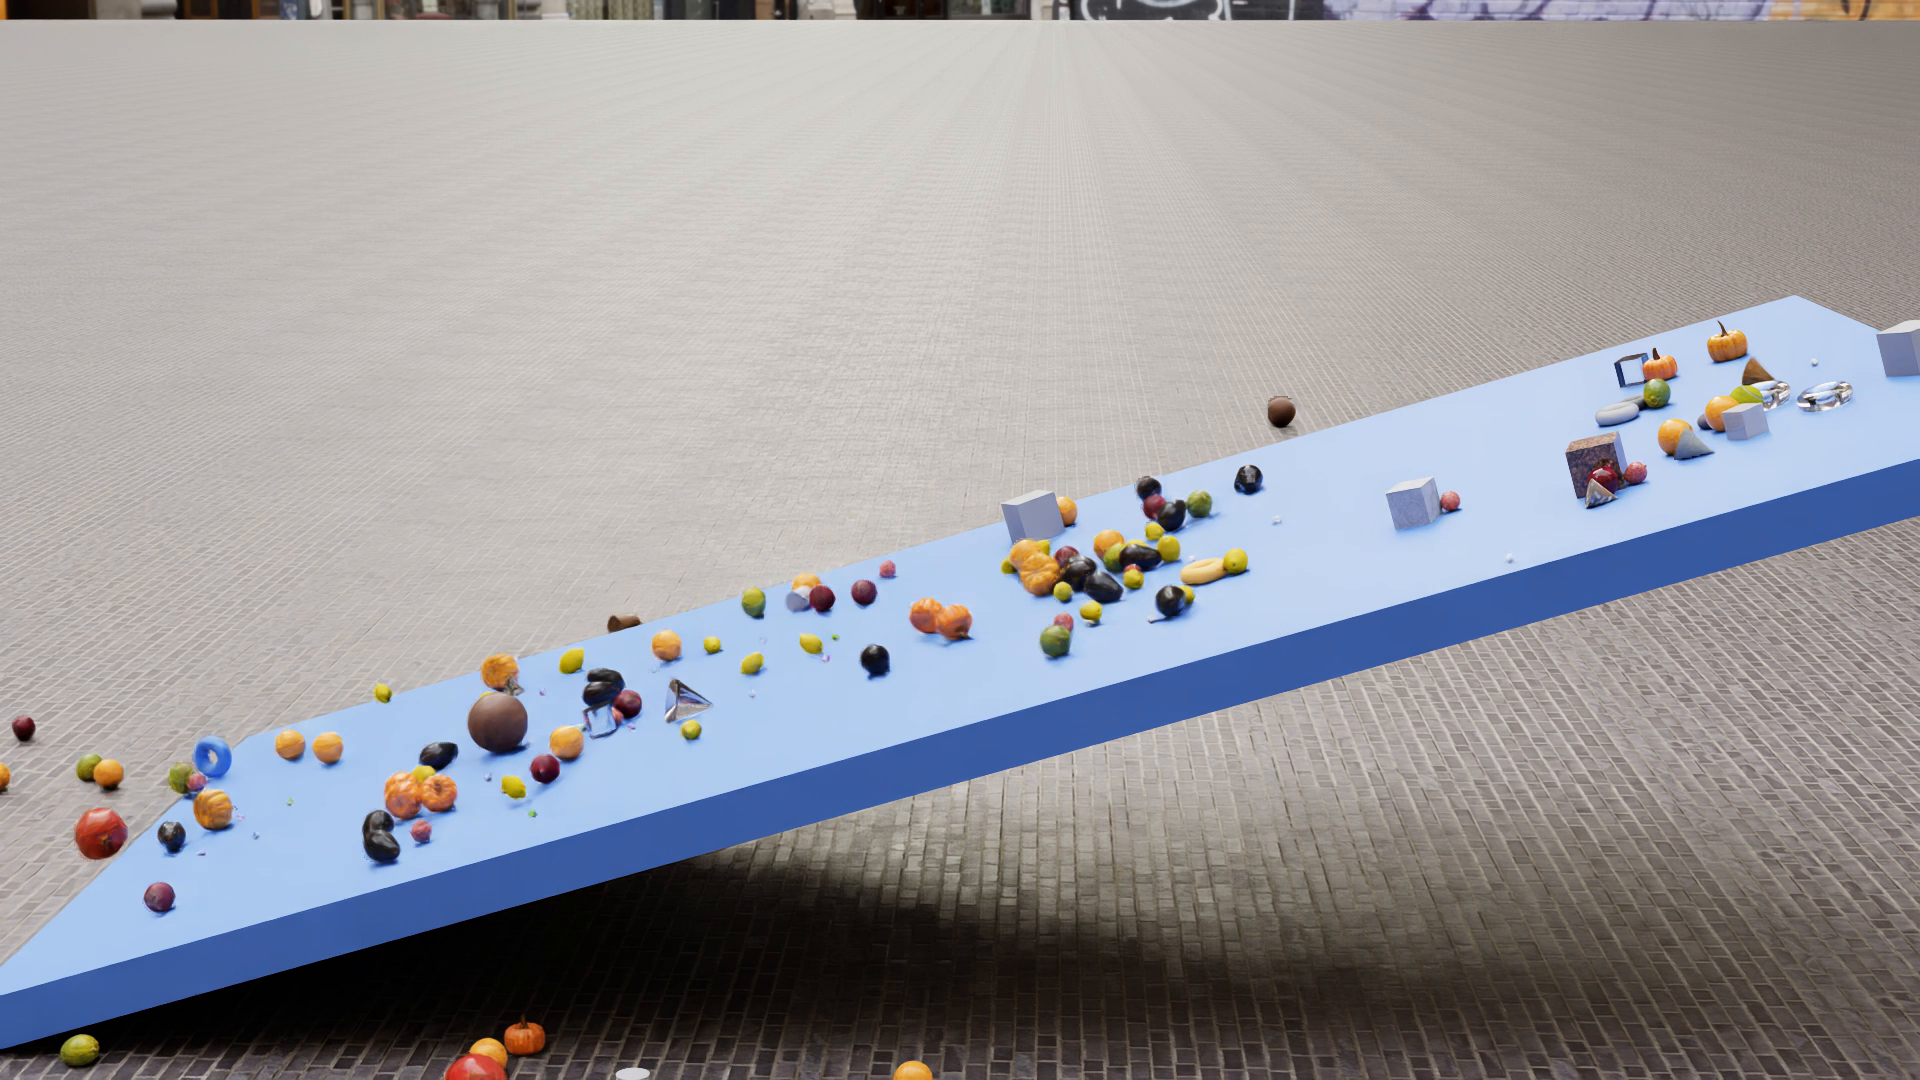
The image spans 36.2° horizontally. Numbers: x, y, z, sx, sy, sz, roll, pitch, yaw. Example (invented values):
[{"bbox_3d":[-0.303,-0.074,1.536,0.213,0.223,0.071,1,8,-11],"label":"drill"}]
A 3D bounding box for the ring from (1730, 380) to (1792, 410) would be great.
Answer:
[{"bbox_3d":[1.631,-0.292,5.990,0.123,0.041,0.123,-16,11,3],"label":"ring"}]

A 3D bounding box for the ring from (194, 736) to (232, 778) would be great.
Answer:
[{"bbox_3d":[-1.780,0.517,7.008,0.102,0.102,0.034,5,11,24],"label":"ring"}]

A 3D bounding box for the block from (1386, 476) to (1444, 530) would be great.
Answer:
[{"bbox_3d":[0.909,-0.074,5.880,0.077,0.077,0.077,-11,12,32],"label":"block"}]

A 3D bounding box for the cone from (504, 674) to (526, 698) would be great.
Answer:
[{"bbox_3d":[-1.058,0.340,6.941,0.051,0.051,0.051,-16,10,3],"label":"cone"}]

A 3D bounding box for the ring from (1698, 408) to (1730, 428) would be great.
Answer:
[{"bbox_3d":[1.529,-0.245,5.947,0.078,0.026,0.078,-17,11,3],"label":"ring"}]

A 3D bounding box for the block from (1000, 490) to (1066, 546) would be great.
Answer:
[{"bbox_3d":[0.172,-0.053,6.928,0.100,0.100,0.100,-20,10,-20],"label":"block"}]

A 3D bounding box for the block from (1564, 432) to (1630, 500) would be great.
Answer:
[{"bbox_3d":[1.233,-0.145,5.684,0.094,0.094,0.094,-13,11,22],"label":"block"}]

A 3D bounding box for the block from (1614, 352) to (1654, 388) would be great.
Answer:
[{"bbox_3d":[1.519,-0.383,6.631,0.058,0.058,0.058,-9,12,37],"label":"block"}]

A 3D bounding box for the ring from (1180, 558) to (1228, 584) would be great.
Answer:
[{"bbox_3d":[0.493,0.064,5.941,0.101,0.034,0.101,-15,11,3],"label":"ring"}]

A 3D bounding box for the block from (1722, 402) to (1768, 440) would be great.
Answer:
[{"bbox_3d":[1.539,-0.232,5.765,0.057,0.057,0.057,-22,11,-26],"label":"block"}]

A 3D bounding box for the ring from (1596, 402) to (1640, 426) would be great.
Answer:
[{"bbox_3d":[1.402,-0.269,6.276,0.094,0.031,0.094,-16,11,3],"label":"ring"}]

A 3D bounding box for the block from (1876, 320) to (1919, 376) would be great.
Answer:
[{"bbox_3d":[1.912,-0.386,5.898,0.090,0.090,0.090,-22,11,-27],"label":"block"}]

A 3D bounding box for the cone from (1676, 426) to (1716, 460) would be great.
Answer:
[{"bbox_3d":[1.436,-0.179,5.718,0.067,0.067,0.067,19,18,24],"label":"cone"}]

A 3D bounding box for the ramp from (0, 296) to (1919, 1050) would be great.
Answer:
[{"bbox_3d":[0.091,0.187,6.320,4.000,0.100,2.000,-16,10,5],"label":"ramp"}]

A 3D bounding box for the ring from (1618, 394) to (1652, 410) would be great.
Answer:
[{"bbox_3d":[1.454,-0.294,6.343,0.075,0.025,0.075,-17,8,3],"label":"ring"}]

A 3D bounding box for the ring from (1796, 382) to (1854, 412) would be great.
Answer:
[{"bbox_3d":[1.712,-0.284,5.823,0.111,0.037,0.111,-18,10,3],"label":"ring"}]

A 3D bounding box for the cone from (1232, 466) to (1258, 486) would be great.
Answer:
[{"bbox_3d":[0.667,-0.135,6.776,0.055,0.055,0.055,29,22,21],"label":"cone"}]

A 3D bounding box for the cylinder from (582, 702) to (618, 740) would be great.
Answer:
[{"bbox_3d":[-0.759,0.380,6.195,0.060,0.060,0.060,-16,10,3],"label":"cylinder"}]

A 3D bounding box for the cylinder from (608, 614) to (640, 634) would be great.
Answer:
[{"bbox_3d":[-1.027,0.265,9.014,0.073,0.073,0.073,-9,14,-39],"label":"cylinder"}]

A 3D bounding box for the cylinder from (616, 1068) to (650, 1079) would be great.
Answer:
[{"bbox_3d":[-0.585,0.984,5.262,0.060,0.060,0.060,0,11,0],"label":"cylinder"}]

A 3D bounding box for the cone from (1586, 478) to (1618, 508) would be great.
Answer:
[{"bbox_3d":[1.219,-0.083,5.566,0.058,0.058,0.058,11,11,2],"label":"cone"}]

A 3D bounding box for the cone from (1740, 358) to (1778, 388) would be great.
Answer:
[{"bbox_3d":[1.690,-0.340,6.190,0.069,0.069,0.069,20,19,27],"label":"cone"}]
